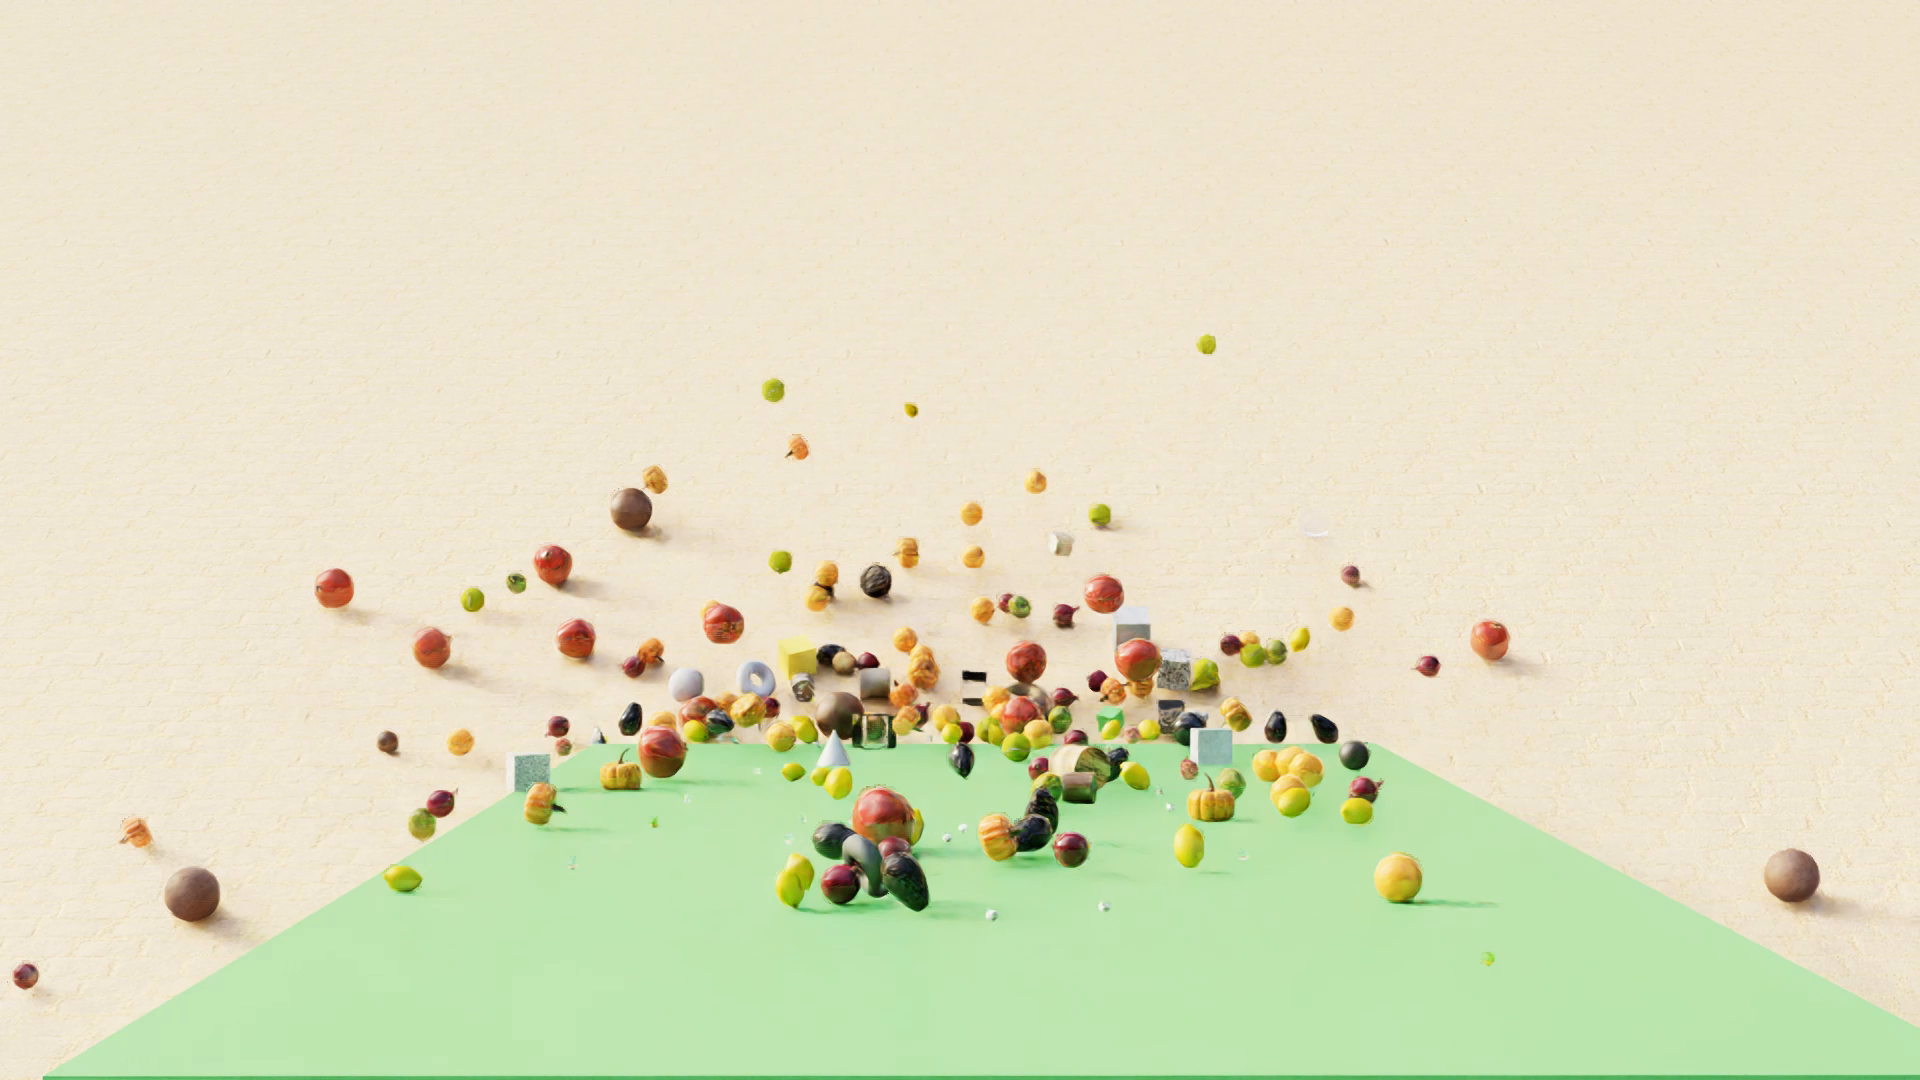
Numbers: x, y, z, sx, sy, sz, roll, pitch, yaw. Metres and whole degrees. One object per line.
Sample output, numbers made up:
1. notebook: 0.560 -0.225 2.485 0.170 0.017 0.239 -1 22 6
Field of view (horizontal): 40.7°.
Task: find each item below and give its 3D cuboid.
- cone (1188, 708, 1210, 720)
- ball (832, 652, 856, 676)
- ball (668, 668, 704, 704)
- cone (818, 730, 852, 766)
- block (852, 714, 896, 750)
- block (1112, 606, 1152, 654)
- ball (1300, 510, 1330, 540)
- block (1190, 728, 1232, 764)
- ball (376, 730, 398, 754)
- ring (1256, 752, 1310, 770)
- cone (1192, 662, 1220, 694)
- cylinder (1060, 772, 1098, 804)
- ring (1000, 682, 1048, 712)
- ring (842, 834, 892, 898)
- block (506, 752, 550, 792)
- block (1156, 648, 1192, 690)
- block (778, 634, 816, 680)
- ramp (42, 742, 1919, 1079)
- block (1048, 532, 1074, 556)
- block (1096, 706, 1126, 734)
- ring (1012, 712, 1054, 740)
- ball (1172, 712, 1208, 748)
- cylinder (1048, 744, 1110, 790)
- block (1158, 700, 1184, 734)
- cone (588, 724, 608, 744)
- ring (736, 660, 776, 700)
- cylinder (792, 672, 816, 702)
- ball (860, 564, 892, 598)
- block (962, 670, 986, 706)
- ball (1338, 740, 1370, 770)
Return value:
1. cone: 0.623 0.461 6.838 0.052 0.052 0.052 -27 59 -39
2. ball: -0.316 0.337 7.075 0.066 0.066 0.066 0 29 0
3. ball: -0.727 0.387 6.874 0.096 0.096 0.096 0 29 0
4. cone: -0.293 0.483 6.050 0.084 0.084 0.084 0 0 0
5. block: -0.215 0.481 6.498 0.083 0.083 0.083 0 0 -25
6. block: 0.477 0.251 7.199 0.096 0.096 0.096 -1 29 -2
7. ball: 1.065 -0.047 7.745 0.088 0.088 0.088 0 29 0
8. block: 0.591 0.484 6.083 0.080 0.080 0.080 0 0 -7
9. ball: -1.493 0.526 6.741 0.058 0.058 0.058 0 29 0
10. ring: 0.737 0.505 5.897 0.122 0.041 0.122 -1 -3 0
11. cone: 0.651 0.386 7.011 0.080 0.080 0.080 26 71 38
12. cylinder: 0.240 0.499 5.207 0.062 0.062 0.062 0 28 15
13. ring: 0.171 0.422 6.942 0.130 0.043 0.130 1 24 0
14. ring: -0.138 0.484 3.835 0.035 0.104 0.104 -31 39 -23
15. block: -0.914 0.490 5.474 0.077 0.077 0.077 0 0 -22
16. block: 0.581 0.351 7.019 0.083 0.083 0.083 4 20 8
17. block: -0.447 0.321 7.089 0.081 0.081 0.081 -13 31 -22
18. ramp: 0.065 0.583 4.630 2.000 0.100 4.000 0 0 0
19. block: 0.296 0.011 7.567 0.052 0.052 0.052 4 23 -22
20. block: 0.398 0.475 6.824 0.051 0.051 0.051 7 31 34
21. ring: 0.193 0.490 6.831 0.109 0.036 0.109 0 29 0
22. ball: 0.578 0.476 6.509 0.091 0.091 0.091 0 29 0
23. cylinder: 0.250 0.479 5.432 0.094 0.094 0.094 -21 12 -33
24. block: 0.555 0.466 6.810 0.066 0.066 0.066 -2 57 2
25. cone: -0.928 0.496 6.622 0.051 0.051 0.051 0 0 0
26. ring: -0.551 0.378 6.979 0.116 0.039 0.116 19 52 -26
27. cylinder: -0.421 0.394 6.928 0.062 0.062 0.062 -3 18 -5
28. ball: -0.242 0.119 7.439 0.095 0.095 0.095 0 29 0
29. block: 0.038 0.399 6.962 0.067 0.067 0.067 1 28 2
30. ball: 0.899 0.490 5.896 0.070 0.070 0.070 0 29 0
